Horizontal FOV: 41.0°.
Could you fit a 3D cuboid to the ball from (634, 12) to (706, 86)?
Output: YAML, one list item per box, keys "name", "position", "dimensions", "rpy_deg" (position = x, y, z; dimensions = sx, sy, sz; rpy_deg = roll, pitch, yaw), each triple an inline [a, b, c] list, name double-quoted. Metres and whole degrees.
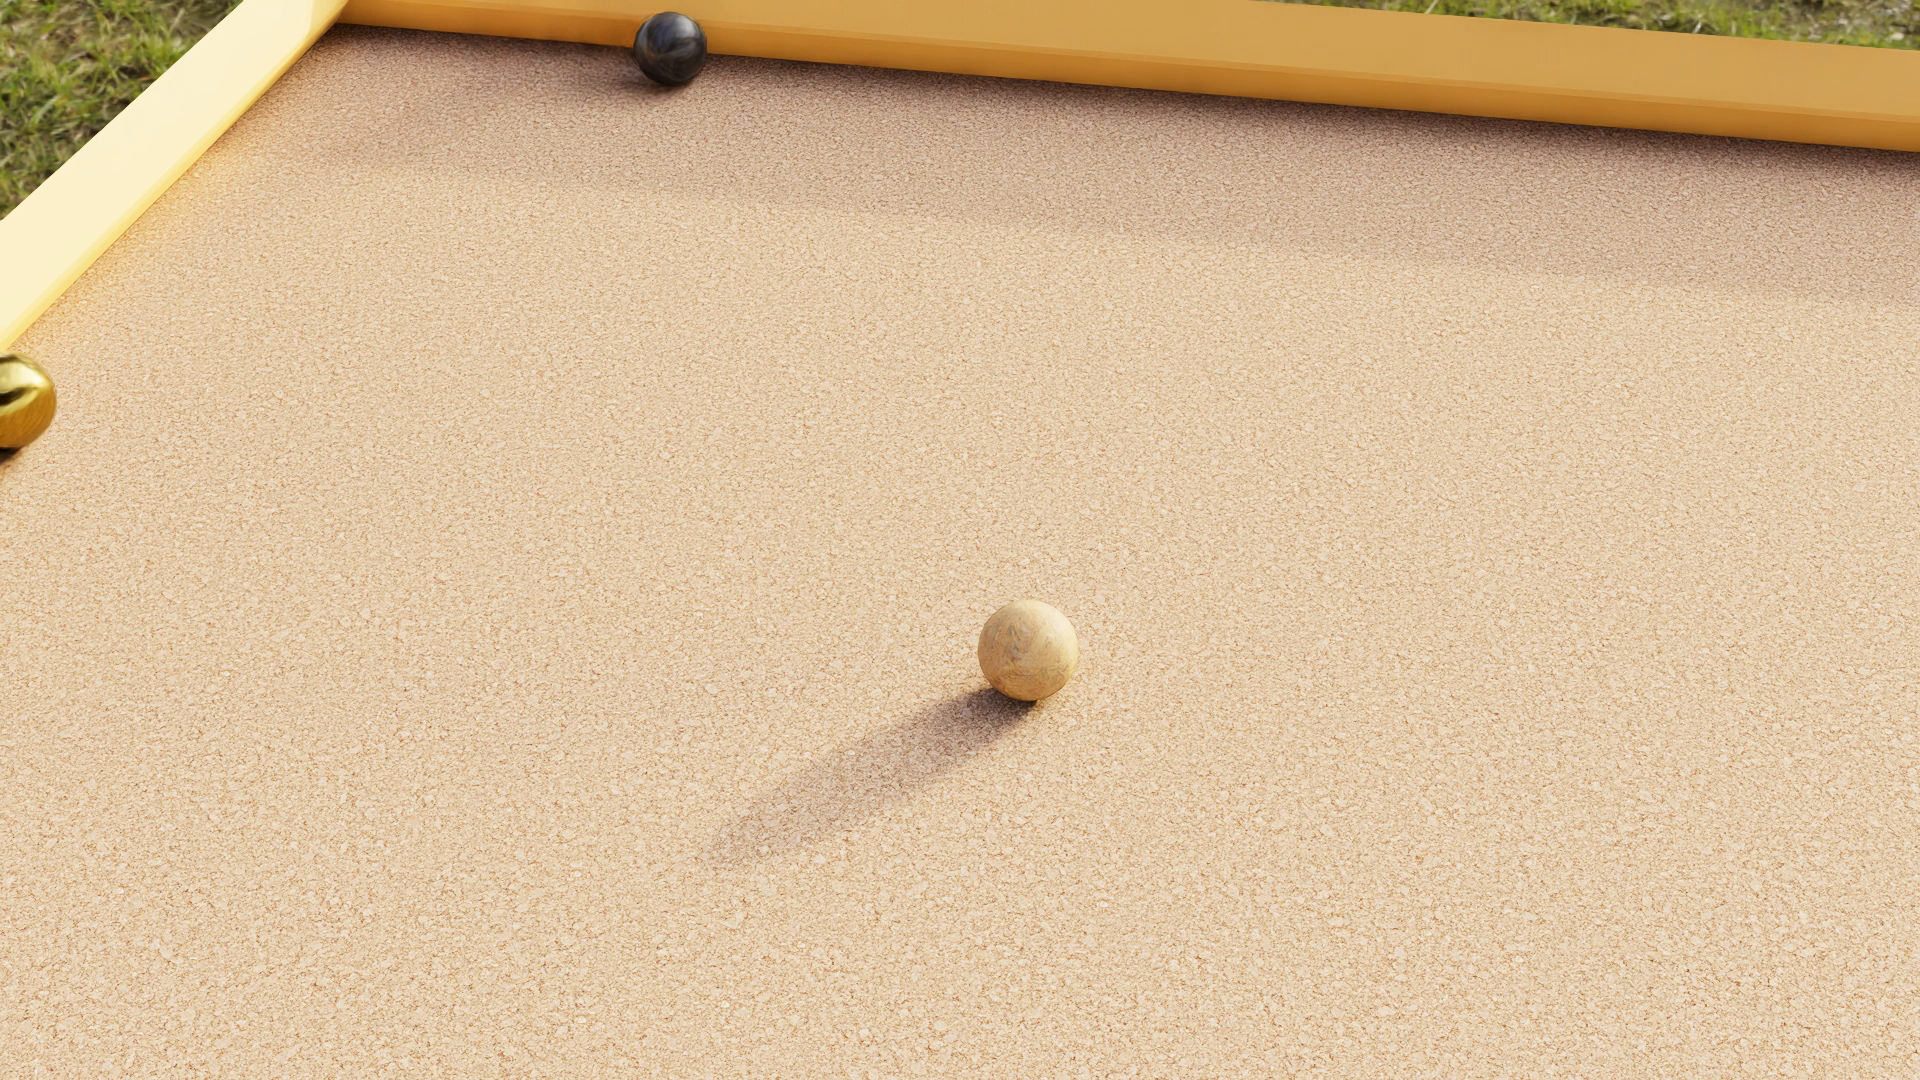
- name: "ball"
  position: [-0.304, -0.515, 2.691]
  dimensions: [0.076, 0.076, 0.076]
  rpy_deg: [0, 34, 0]

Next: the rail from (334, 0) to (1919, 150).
- name: "rail"
  position: [1.048, -0.411, 2.511]
  dimensions: [3.562, 0.105, 0.045]
  rpy_deg: [6, 35, 9]

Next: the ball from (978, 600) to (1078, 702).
- name: "ball"
  position: [0.048, 0.078, 1.823]
  dimensions: [0.072, 0.072, 0.072]
  rpy_deg: [0, 34, 0]

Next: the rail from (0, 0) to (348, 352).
- name: "rail"
  position: [-0.850, -0.107, 2.065]
  dimensions: [0.045, 0.105, 1.845]
  rpy_deg: [6, 35, 9]

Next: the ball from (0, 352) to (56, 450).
- name: "ball"
  position: [-0.782, -0.114, 2.097]
  dimensions: [0.081, 0.081, 0.081]
  rpy_deg: [0, 34, 0]
